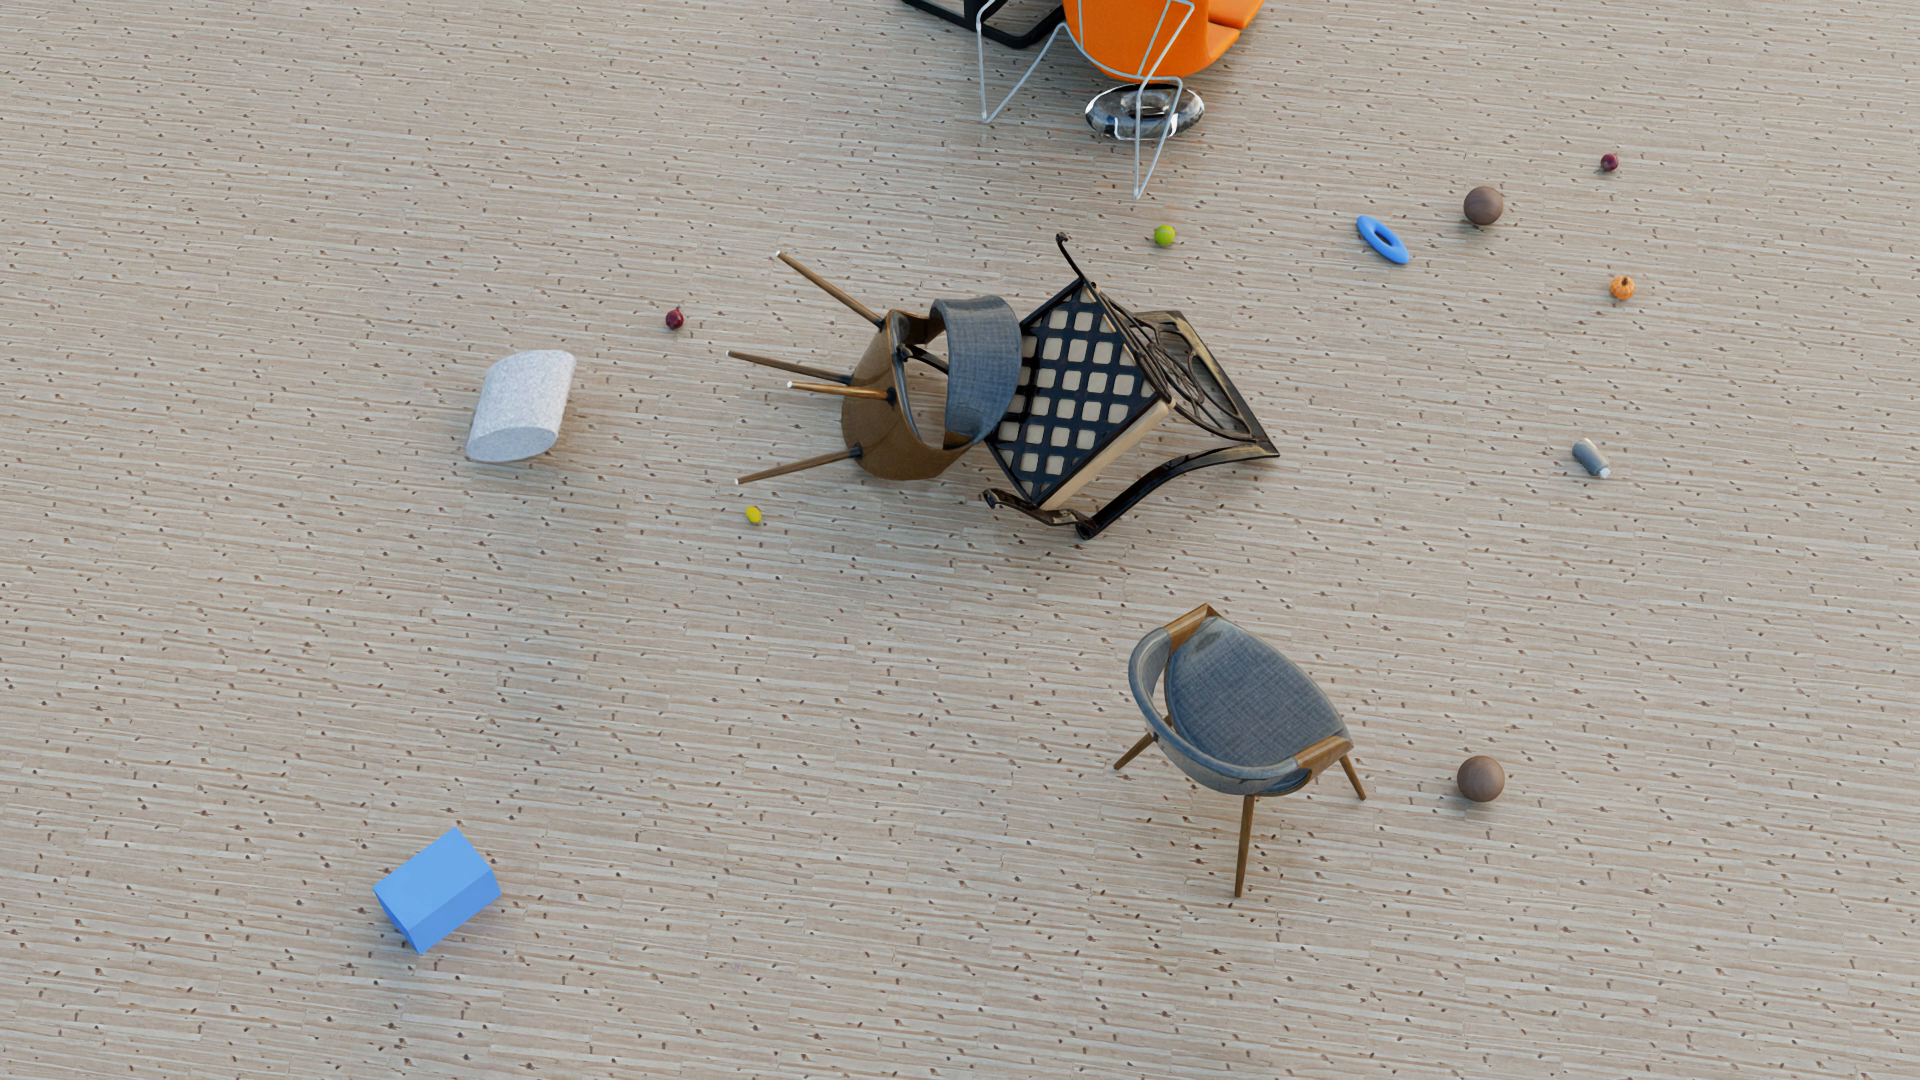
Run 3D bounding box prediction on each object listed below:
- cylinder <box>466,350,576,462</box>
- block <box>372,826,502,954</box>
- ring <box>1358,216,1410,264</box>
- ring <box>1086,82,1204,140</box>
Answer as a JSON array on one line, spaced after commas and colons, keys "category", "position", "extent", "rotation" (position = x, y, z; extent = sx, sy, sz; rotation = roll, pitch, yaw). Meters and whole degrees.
[{"category": "cylinder", "position": [-1.343, -0.411, 6.730], "extent": [0.329, 0.146, 0.296], "rotation": [-12, 52, 25]}, {"category": "block", "position": [-1.390, 0.933, 5.852], "extent": [0.265, 0.158, 0.166], "rotation": [-37, 63, -22]}, {"category": "ring", "position": [1.387, -0.986, 7.213], "extent": [0.086, 0.039, 0.242], "rotation": [-30, 61, -20]}, {"category": "ring", "position": [0.630, -1.459, 7.492], "extent": [0.408, 0.104, 0.220], "rotation": [-4, 58, -2]}]
